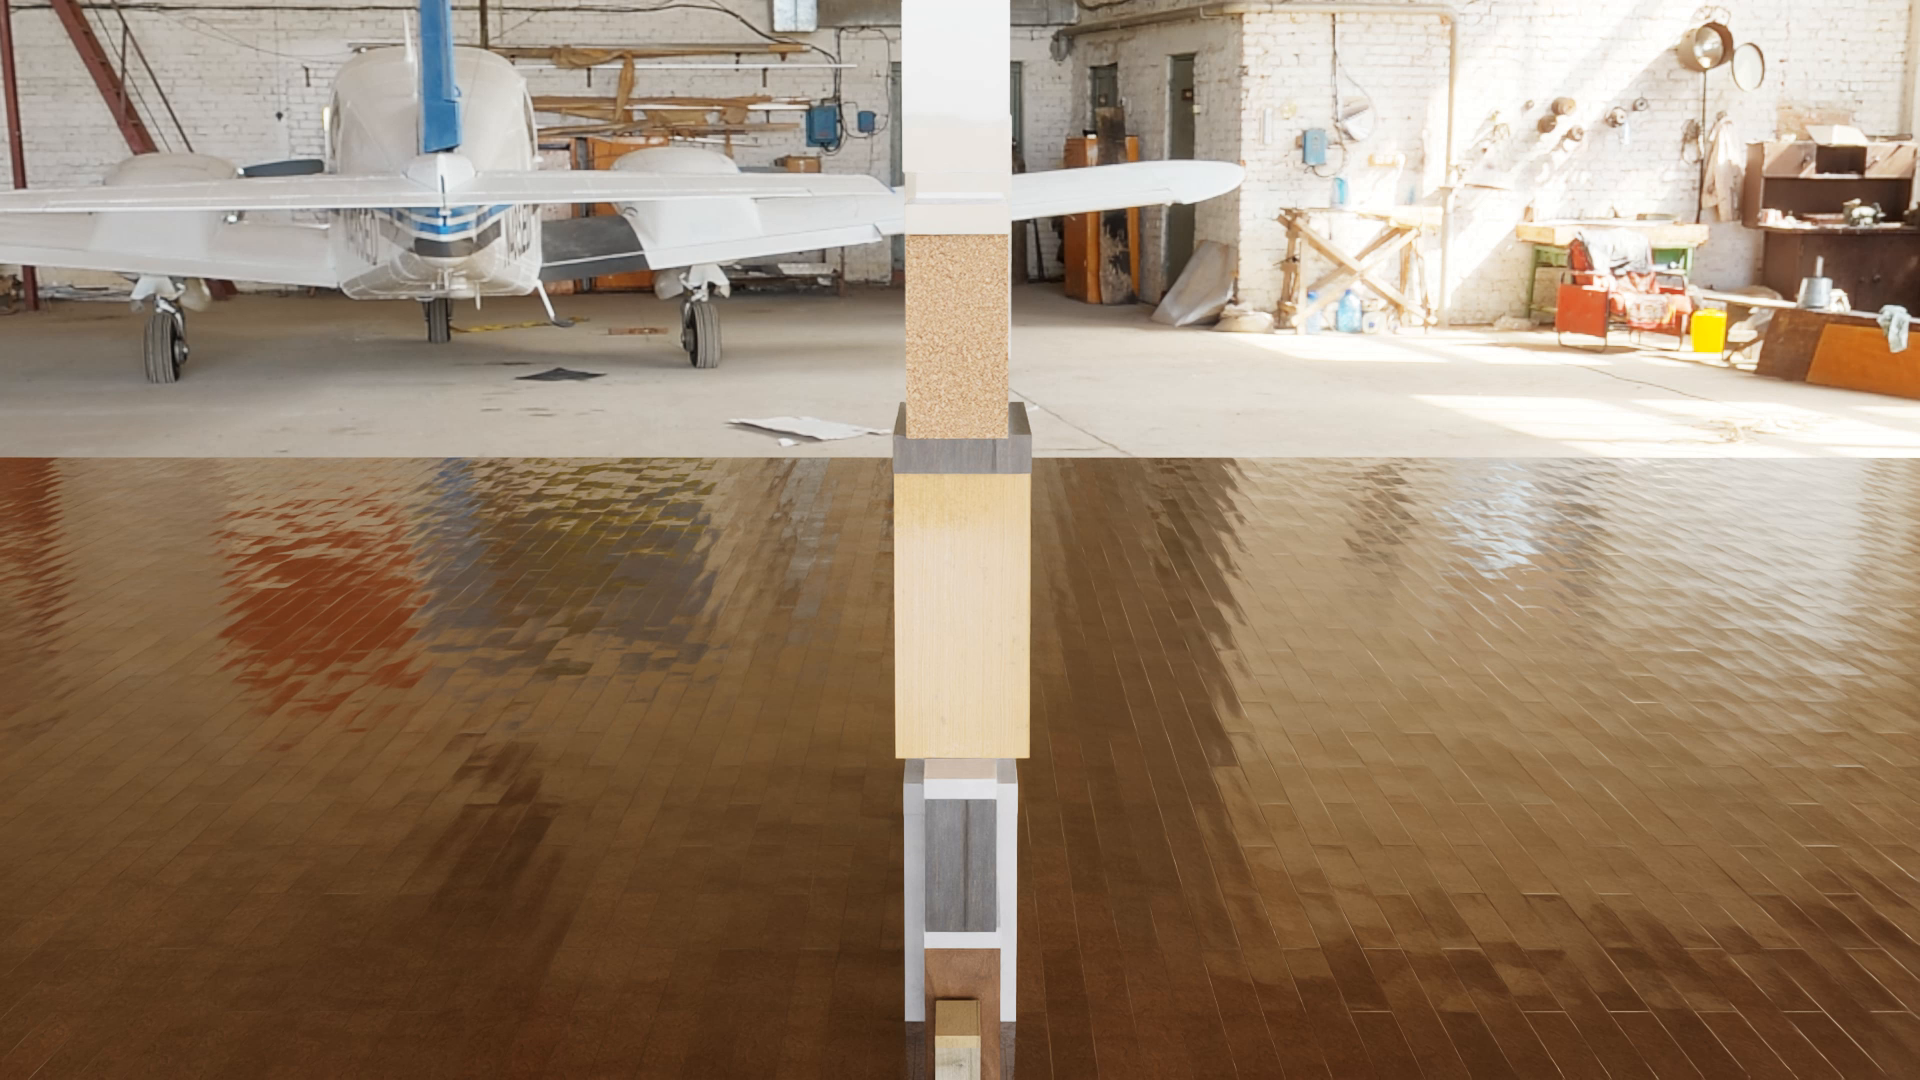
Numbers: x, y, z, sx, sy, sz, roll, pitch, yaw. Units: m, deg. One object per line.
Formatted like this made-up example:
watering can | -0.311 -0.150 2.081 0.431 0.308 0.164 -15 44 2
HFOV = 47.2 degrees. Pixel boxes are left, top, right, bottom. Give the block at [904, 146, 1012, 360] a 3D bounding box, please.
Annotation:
block | -0.002 -0.422 3.234 0.155 0.310 0.044 0 11 0

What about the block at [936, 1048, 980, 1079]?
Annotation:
block | -0.003 0.693 2.802 0.057 0.114 0.016 0 11 0

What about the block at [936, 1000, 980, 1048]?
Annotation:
block | -0.003 0.622 2.827 0.057 0.016 0.114 0 11 0

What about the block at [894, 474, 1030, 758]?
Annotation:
block | 0.003 0.094 2.878 0.175 0.383 0.050 0 11 0

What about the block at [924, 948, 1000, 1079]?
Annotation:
block | 0.004 0.626 2.925 0.100 0.201 0.028 0 11 0

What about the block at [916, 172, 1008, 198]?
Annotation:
block | 0.003 -0.492 3.041 0.121 0.034 0.242 0 10 0

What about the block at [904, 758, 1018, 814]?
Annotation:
block | 0.001 0.331 3.207 0.158 0.045 0.317 0 11 0

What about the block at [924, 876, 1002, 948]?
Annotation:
block | 0.004 0.501 2.970 0.100 0.028 0.201 0 11 0

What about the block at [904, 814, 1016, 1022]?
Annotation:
block | 0.001 0.528 3.136 0.158 0.317 0.045 0 11 0

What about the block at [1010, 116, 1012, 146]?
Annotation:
block | -0.004 -0.615 3.303 0.155 0.044 0.310 0 11 0

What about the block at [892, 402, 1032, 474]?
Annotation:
block | 0.003 -0.140 2.954 0.175 0.050 0.351 0 11 0

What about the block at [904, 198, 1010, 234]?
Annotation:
block | -0.003 -0.413 2.795 0.127 0.036 0.254 0 11 0

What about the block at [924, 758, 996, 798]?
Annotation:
block | 0.001 0.300 2.889 0.093 0.026 0.185 0 11 0

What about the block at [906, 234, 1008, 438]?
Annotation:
block | -0.003 -0.255 2.740 0.127 0.254 0.036 0 11 0

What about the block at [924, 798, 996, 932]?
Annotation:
block | 0.001 0.415 2.848 0.093 0.185 0.026 0 11 0

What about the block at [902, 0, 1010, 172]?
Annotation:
block | -0.006 -0.680 2.958 0.144 0.365 0.041 0 10 0

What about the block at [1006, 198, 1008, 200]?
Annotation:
block | 0.003 -0.319 2.991 0.121 0.288 0.034 0 10 0
